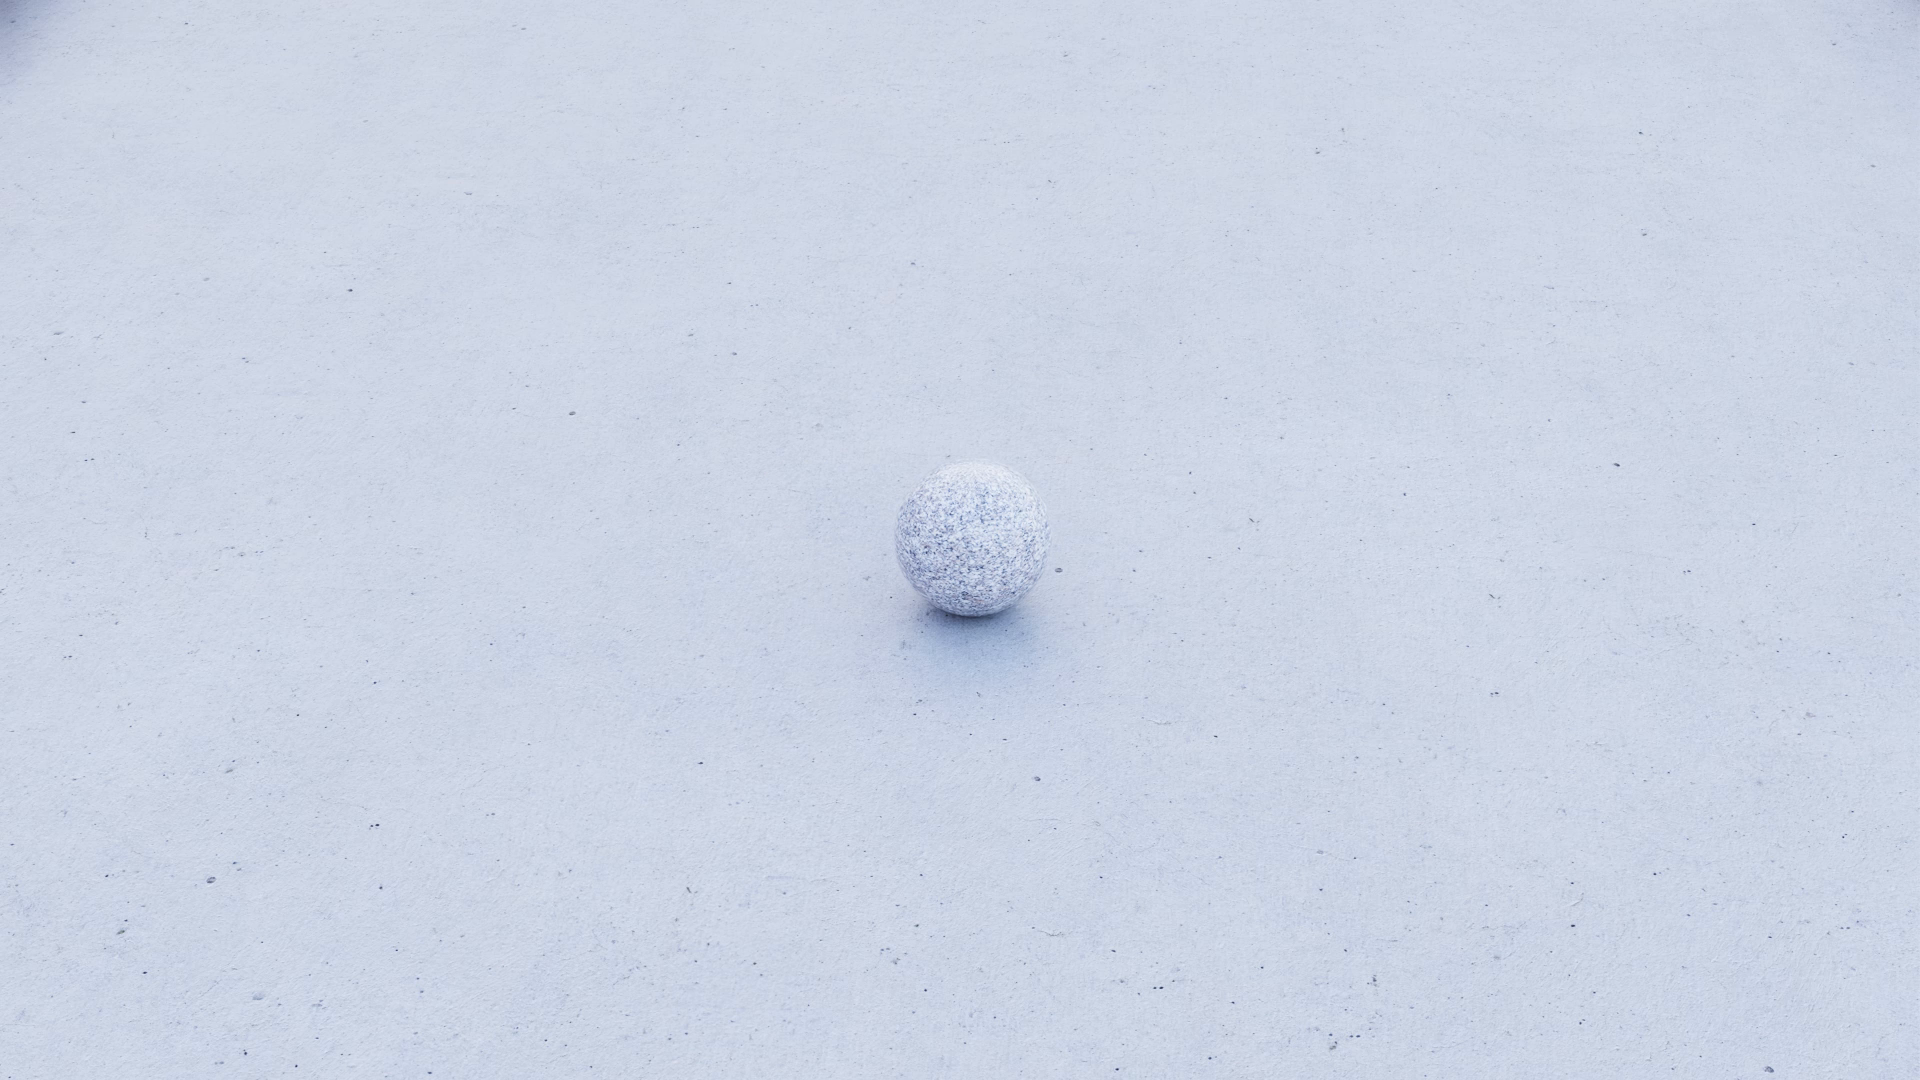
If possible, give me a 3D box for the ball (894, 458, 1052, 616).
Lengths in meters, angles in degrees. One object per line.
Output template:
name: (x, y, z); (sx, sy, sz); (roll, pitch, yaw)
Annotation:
ball: (0.007, -0.002, 1.693); (0.092, 0.092, 0.092); (0, 29, 0)
